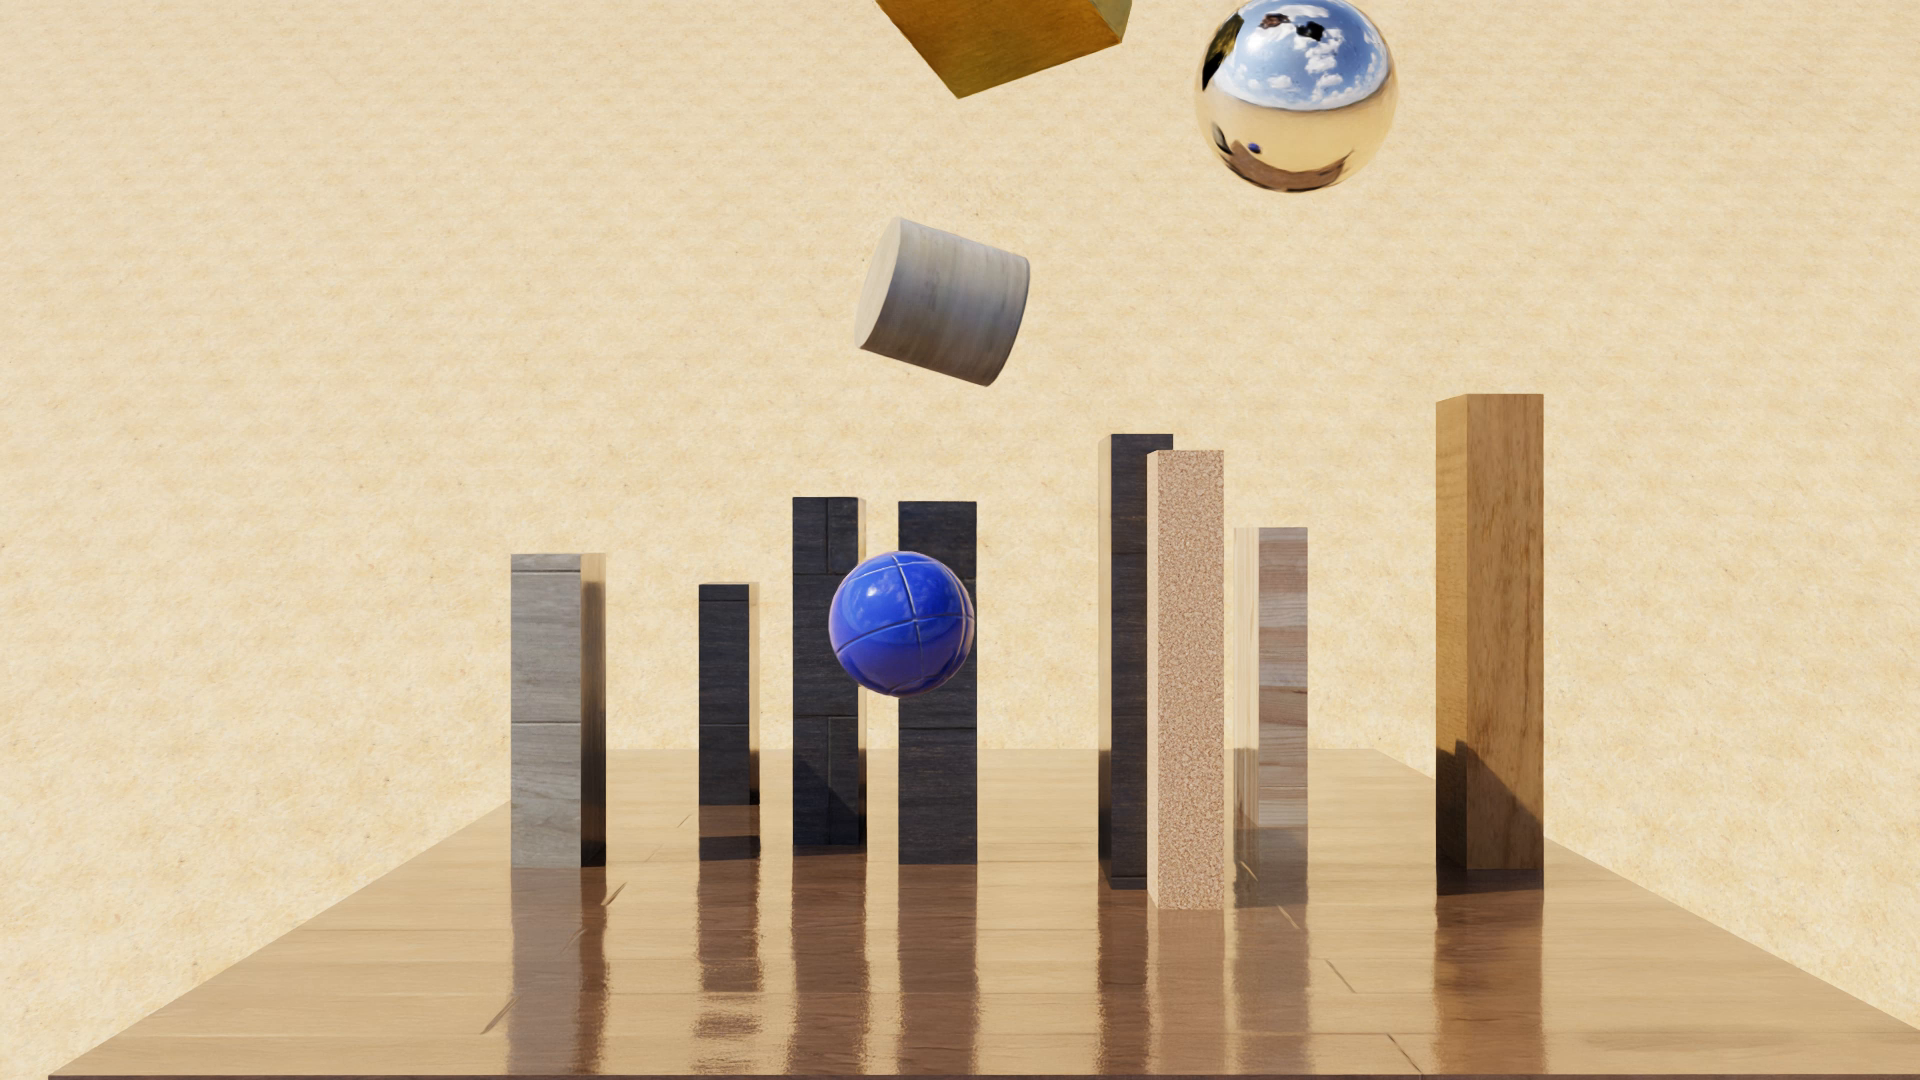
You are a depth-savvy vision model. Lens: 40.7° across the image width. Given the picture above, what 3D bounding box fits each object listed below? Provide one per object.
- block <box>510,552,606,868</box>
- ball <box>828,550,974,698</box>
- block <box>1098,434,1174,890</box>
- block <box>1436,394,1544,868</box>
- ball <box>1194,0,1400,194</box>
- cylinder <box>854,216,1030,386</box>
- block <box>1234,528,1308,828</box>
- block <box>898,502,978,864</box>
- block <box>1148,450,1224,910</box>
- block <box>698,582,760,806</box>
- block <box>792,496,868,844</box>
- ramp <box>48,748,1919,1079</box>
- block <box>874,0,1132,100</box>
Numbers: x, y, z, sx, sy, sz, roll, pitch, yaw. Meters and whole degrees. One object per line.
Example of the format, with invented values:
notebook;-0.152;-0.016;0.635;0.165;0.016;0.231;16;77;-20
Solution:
block;-0.686;0.282;4.438;0.116;0.519;0.309;0;0;0
ball;-0.053;0.077;2.361;0.134;0.134;0.134;0;30;0
block;0.283;0.188;4.200;0.097;0.708;0.374;0;0;0
block;0.898;0.150;4.398;0.127;0.783;0.278;0;0;0
ball;0.306;-0.409;2.360;0.186;0.186;0.186;0;30;0
cylinder;-0.019;-0.236;2.563;0.135;0.135;0.135;16;27;-14
block;0.607;0.257;5.085;0.093;0.565;0.444;0;0;0
block;-0.037;0.238;4.455;0.132;0.607;0.275;0;0;0
block;0.339;0.205;3.984;0.097;0.675;0.365;0;0;0
block;-0.480;0.314;5.399;0.104;0.450;0.277;0;0;0
block;-0.239;0.232;4.808;0.117;0.618;0.433;0;0;0
ramp;0.066;0.591;4.644;2.000;0.100;4.000;0;0;0
block;0.042;-0.581;2.476;0.192;0.192;0.192;-13;48;35
